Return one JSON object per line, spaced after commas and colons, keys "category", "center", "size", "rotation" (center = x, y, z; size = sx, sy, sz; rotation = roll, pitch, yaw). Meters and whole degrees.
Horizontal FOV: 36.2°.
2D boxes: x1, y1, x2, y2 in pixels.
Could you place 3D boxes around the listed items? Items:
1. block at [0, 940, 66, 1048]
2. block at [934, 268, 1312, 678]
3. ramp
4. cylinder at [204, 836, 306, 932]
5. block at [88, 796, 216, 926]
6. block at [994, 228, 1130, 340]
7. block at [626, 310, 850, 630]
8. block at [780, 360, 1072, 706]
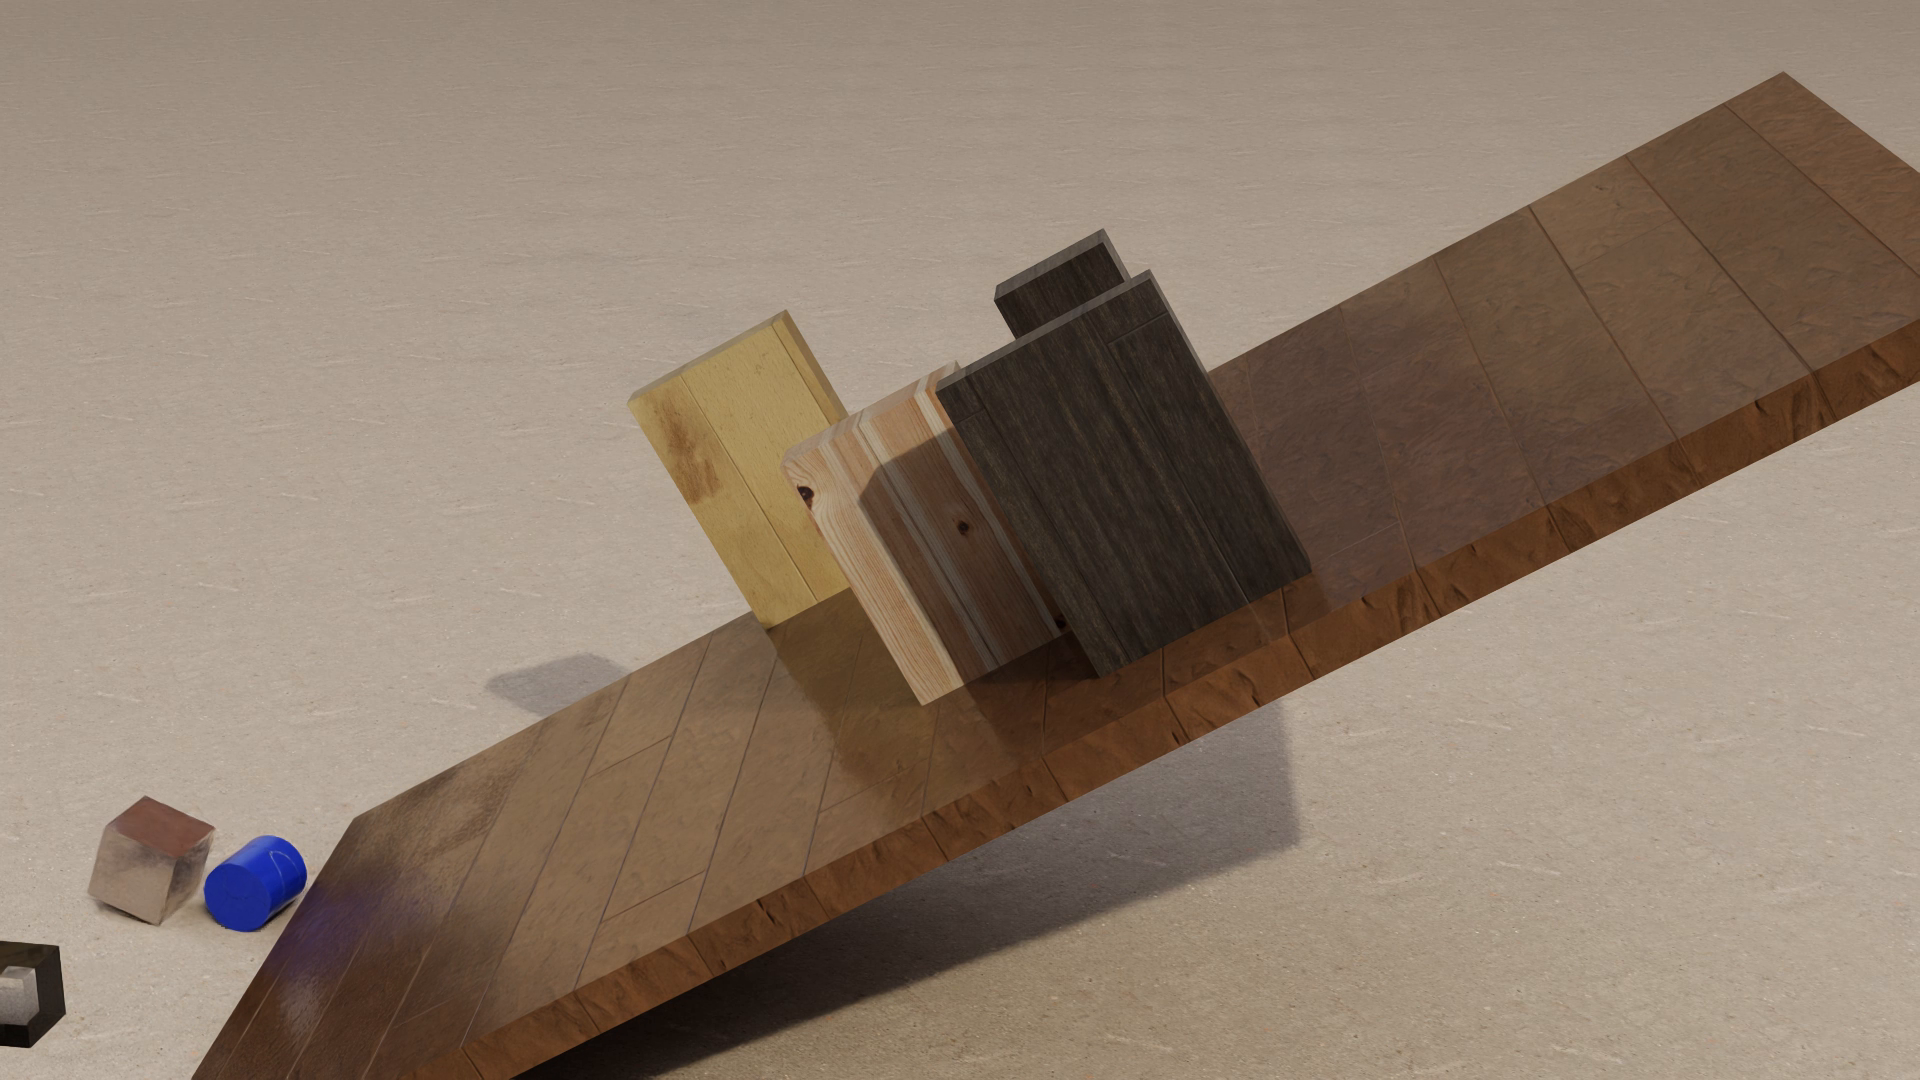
{"category": "block", "center": [-2.156, 1.028, 6.670], "size": [0.172, 0.172, 0.172], "rotation": [3, 18, 10]}
{"category": "block", "center": [0.304, -0.117, 5.437], "size": [0.445, 0.631, 0.081], "rotation": [-27, 14, 11]}
{"category": "ramp", "center": [0.142, 0.167, 6.283], "size": [4.000, 0.100, 2.000], "rotation": [-27, 14, 11]}
{"category": "cylinder", "center": [-1.730, 0.843, 7.227], "size": [0.180, 0.180, 0.180], "rotation": [6, 19, 16]}
{"category": "block", "center": [-1.996, 0.792, 7.265], "size": [0.199, 0.199, 0.199], "rotation": [23, 22, 7]}
{"category": "block", "center": [0.326, -0.364, 6.402], "size": [0.266, 0.550, 0.144], "rotation": [-27, 14, 11]}
{"category": "block", "center": [-0.442, -0.164, 7.055], "size": [0.429, 0.649, 0.103], "rotation": [-27, 14, 11]}
{"category": "block", "center": [-0.042, -0.012, 5.894], "size": [0.393, 0.571, 0.128], "rotation": [-27, 14, 11]}
